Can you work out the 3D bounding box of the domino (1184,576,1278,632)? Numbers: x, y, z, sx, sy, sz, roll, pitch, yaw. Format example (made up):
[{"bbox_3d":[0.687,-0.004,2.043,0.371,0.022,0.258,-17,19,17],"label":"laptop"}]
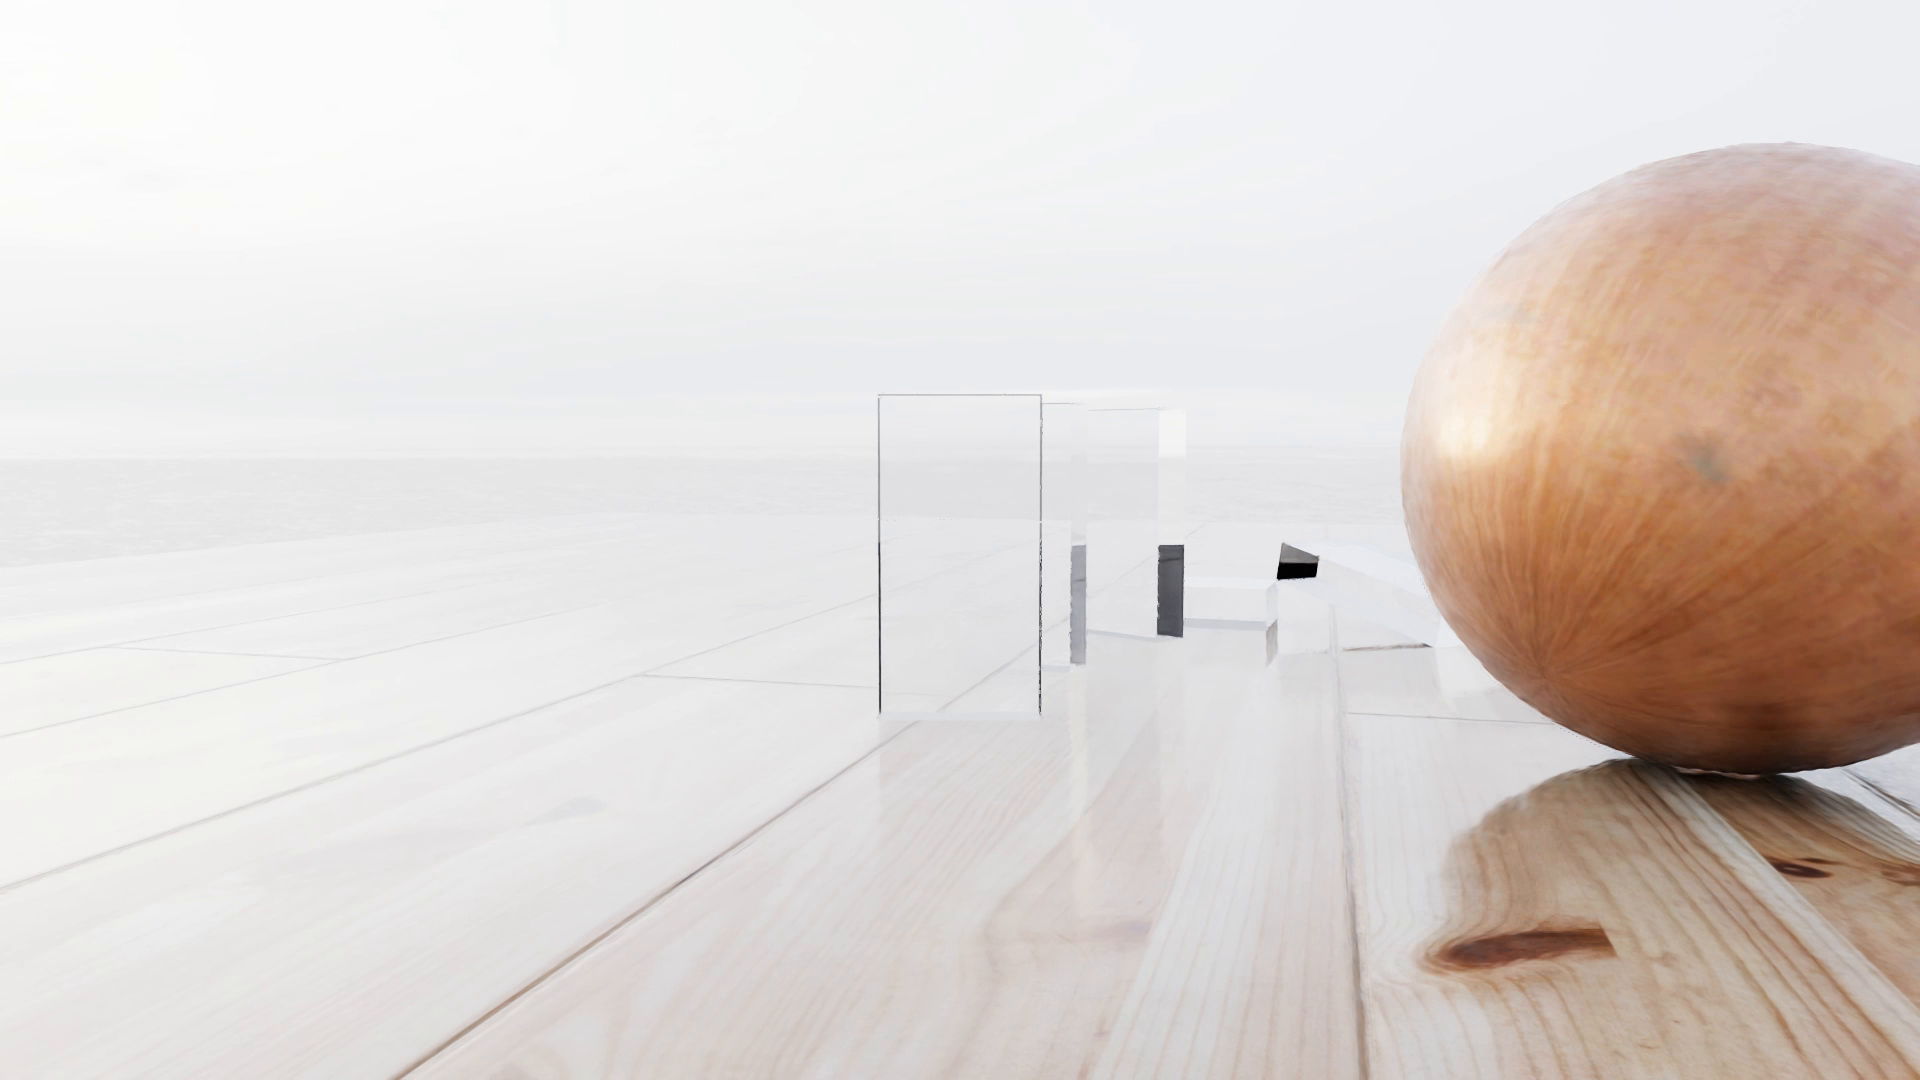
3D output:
[{"bbox_3d":[0.050,0.014,0.312,0.050,0.009,0.025,2,5,20],"label":"domino"}]

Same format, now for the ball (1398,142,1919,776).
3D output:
[{"bbox_3d":[0.099,-0.010,0.167,0.080,0.080,0.080,0,4,0],"label":"ball"}]

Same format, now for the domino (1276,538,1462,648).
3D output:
[{"bbox_3d":[0.099,0.011,0.294,0.025,0.009,0.050,-2,16,-28],"label":"domino"}]

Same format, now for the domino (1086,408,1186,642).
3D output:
[{"bbox_3d":[0.037,-0.004,0.285,0.009,0.050,0.025,-4,6,-44],"label":"domino"}]

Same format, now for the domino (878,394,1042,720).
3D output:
[{"bbox_3d":[0.000,0.002,0.201,0.025,0.050,0.009,0,4,0],"label":"domino"}]

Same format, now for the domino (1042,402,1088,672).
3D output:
[{"bbox_3d":[0.011,-0.001,0.246,0.025,0.050,0.010,2,5,24],"label":"domino"}]
